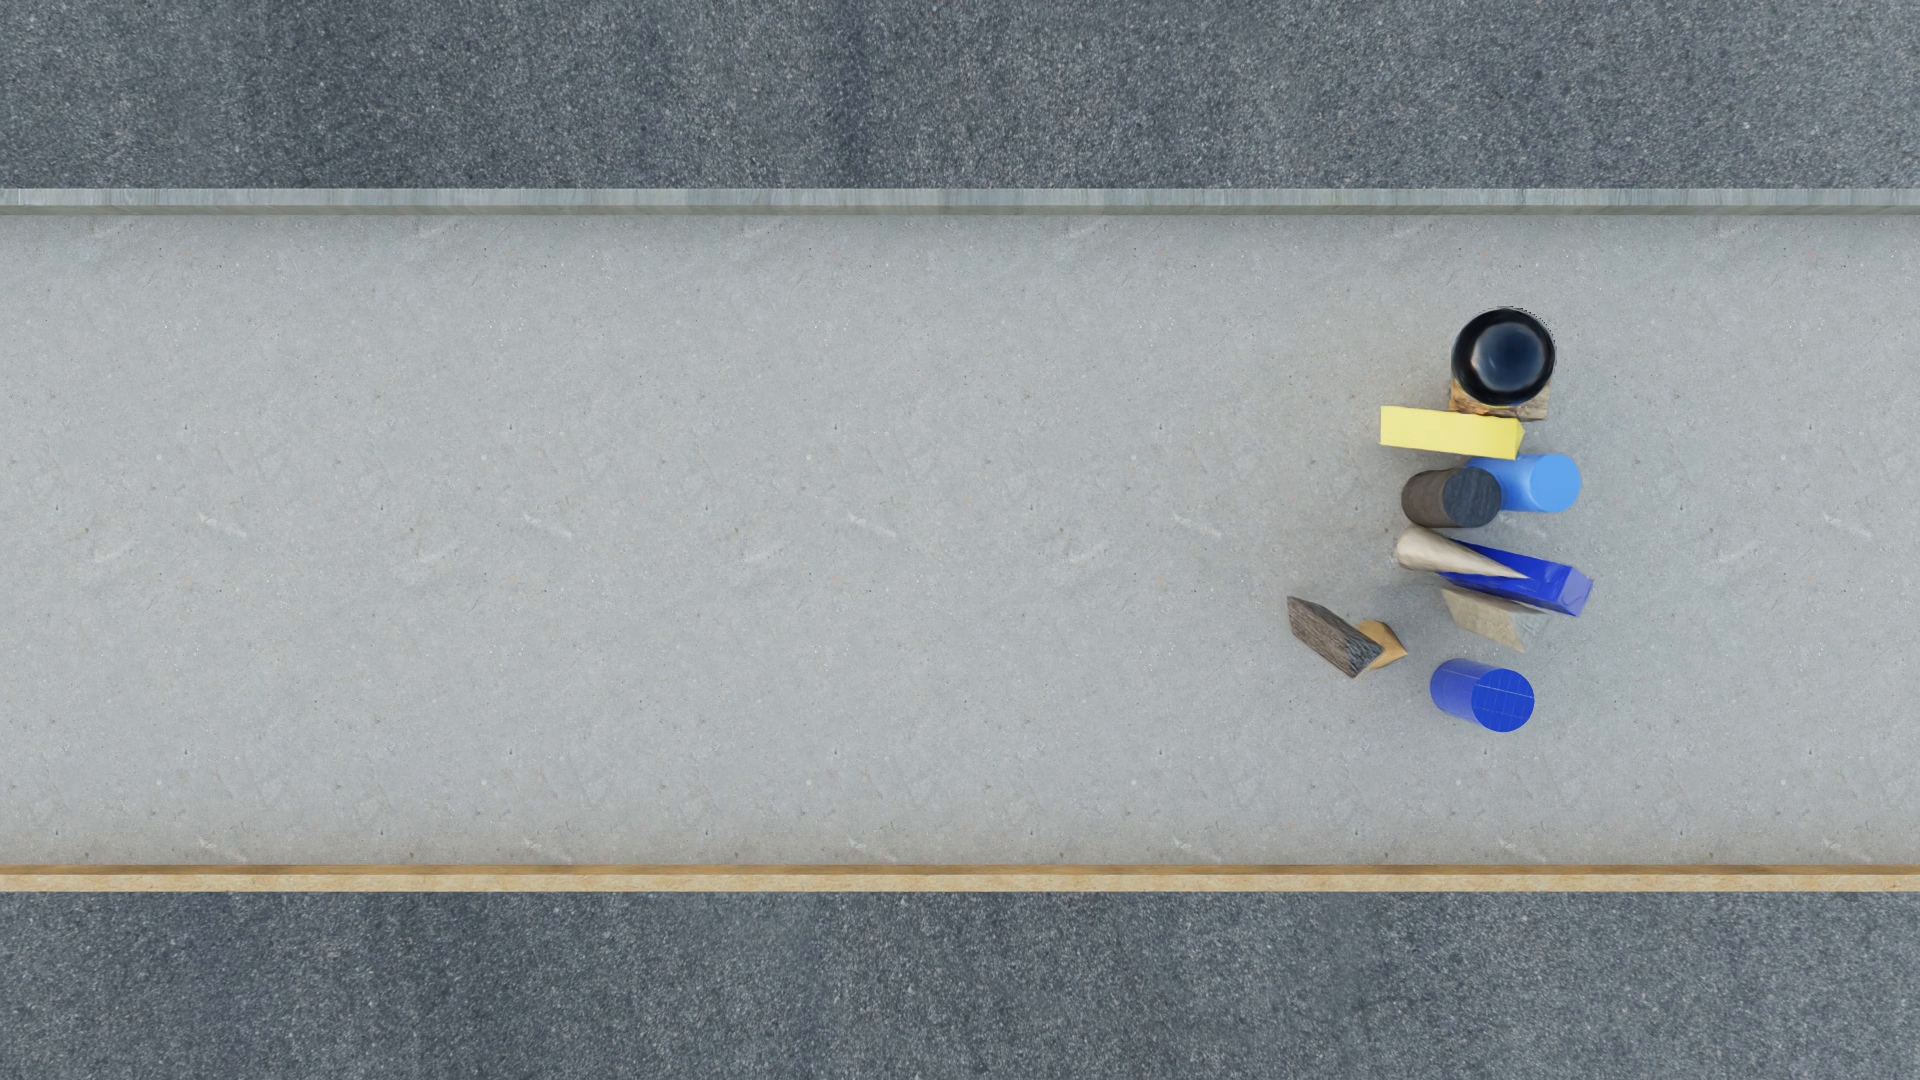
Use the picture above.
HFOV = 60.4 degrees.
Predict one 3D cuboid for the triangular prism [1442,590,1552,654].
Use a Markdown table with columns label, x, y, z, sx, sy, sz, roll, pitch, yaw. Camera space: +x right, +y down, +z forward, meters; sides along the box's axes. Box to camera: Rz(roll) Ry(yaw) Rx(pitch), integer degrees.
| label | x | y | z | sx | sy | sz | roll | pitch | yaw |
| --- | --- | --- | --- | --- | --- | --- | --- | --- | --- |
| triangular prism | 1.586 | 0.211 | 4.857 | 0.112 | 0.432 | 0.129 | -27 | 101 | -5 |

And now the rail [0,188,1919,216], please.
| label | x | y | z | sx | sy | sz | roll | pitch | yaw |
| --- | --- | --- | --- | --- | --- | --- | --- | --- | --- |
| rail | -2.247 | -1.025 | 5.002 | 12.000 | 0.150 | 0.050 | 0 | 90 | 0 |

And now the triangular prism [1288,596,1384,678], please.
| label | x | y | z | sx | sy | sz | roll | pitch | yaw |
| --- | --- | --- | --- | --- | --- | --- | --- | --- | --- |
| triangular prism | 1.077 | 0.261 | 4.851 | 0.123 | 0.436 | 0.107 | -43 | 108 | 1 |

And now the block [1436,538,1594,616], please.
| label | x | y | z | sx | sy | sz | roll | pitch | yaw |
| --- | --- | --- | --- | --- | --- | --- | --- | --- | --- |
| block | 1.623 | 0.107 | 4.851 | 0.112 | 0.456 | 0.112 | 27 | 86 | -32 |

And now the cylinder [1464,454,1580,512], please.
| label | x | y | z | sx | sy | sz | roll | pitch | yaw |
| --- | --- | --- | --- | --- | --- | --- | --- | --- | --- |
| cylinder | 1.656 | -0.172 | 4.888 | 0.169 | 0.344 | 0.169 | -1 | 93 | -16 |

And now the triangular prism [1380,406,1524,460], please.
| label | x | y | z | sx | sy | sz | roll | pitch | yaw |
| --- | --- | --- | --- | --- | --- | --- | --- | --- | --- |
| triangular prism | 1.459 | -0.341 | 4.911 | 0.397 | 0.104 | 0.120 | 9 | 52 | 29 |

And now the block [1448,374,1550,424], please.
| label | x | y | z | sx | sy | sz | roll | pitch | yaw |
| --- | --- | --- | --- | --- | --- | --- | --- | --- | --- |
| block | 1.603 | -0.443 | 4.909 | 0.169 | 0.325 | 0.169 | 6 | 90 | -4 |

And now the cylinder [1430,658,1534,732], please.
| label | x | y | z | sx | sy | sz | roll | pitch | yaw |
| --- | --- | --- | --- | --- | --- | --- | --- | --- | --- |
| cylinder | 1.536 | 0.454 | 4.872 | 0.180 | 0.410 | 0.180 | 0 | 90 | 0 |

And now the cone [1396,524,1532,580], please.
| label | x | y | z | sx | sy | sz | roll | pitch | yaw |
| --- | --- | --- | --- | --- | --- | --- | --- | --- | --- |
| cone | 1.507 | 0.066 | 4.872 | 0.142 | 0.420 | 0.142 | -13 | 111 | -37 |

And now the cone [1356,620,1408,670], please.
| label | x | y | z | sx | sy | sz | roll | pitch | yaw |
| --- | --- | --- | --- | --- | --- | --- | --- | --- | --- |
| cone | 1.269 | 0.322 | 4.872 | 0.153 | 0.410 | 0.153 | 0 | 90 | 0 |

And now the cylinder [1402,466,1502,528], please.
| label | x | y | z | sx | sy | sz | roll | pitch | yaw |
| --- | --- | --- | --- | --- | --- | --- | --- | --- | --- |
| cylinder | 1.455 | -0.123 | 4.898 | 0.176 | 0.345 | 0.176 | 0 | 90 | -4 |

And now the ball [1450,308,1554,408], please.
| label | x | y | z | sx | sy | sz | roll | pitch | yaw |
| --- | --- | --- | --- | --- | --- | --- | --- | --- | --- |
| ball | 1.514 | -0.506 | 4.604 | 0.276 | 0.276 | 0.276 | 0 | 90 | 0 |

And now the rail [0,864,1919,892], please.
| label | x | y | z | sx | sy | sz | roll | pitch | yaw |
| --- | --- | --- | --- | --- | --- | --- | --- | --- | --- |
| rail | -2.247 | 1.025 | 5.001 | 12.000 | 0.150 | 0.050 | 0 | 90 | 0 |
